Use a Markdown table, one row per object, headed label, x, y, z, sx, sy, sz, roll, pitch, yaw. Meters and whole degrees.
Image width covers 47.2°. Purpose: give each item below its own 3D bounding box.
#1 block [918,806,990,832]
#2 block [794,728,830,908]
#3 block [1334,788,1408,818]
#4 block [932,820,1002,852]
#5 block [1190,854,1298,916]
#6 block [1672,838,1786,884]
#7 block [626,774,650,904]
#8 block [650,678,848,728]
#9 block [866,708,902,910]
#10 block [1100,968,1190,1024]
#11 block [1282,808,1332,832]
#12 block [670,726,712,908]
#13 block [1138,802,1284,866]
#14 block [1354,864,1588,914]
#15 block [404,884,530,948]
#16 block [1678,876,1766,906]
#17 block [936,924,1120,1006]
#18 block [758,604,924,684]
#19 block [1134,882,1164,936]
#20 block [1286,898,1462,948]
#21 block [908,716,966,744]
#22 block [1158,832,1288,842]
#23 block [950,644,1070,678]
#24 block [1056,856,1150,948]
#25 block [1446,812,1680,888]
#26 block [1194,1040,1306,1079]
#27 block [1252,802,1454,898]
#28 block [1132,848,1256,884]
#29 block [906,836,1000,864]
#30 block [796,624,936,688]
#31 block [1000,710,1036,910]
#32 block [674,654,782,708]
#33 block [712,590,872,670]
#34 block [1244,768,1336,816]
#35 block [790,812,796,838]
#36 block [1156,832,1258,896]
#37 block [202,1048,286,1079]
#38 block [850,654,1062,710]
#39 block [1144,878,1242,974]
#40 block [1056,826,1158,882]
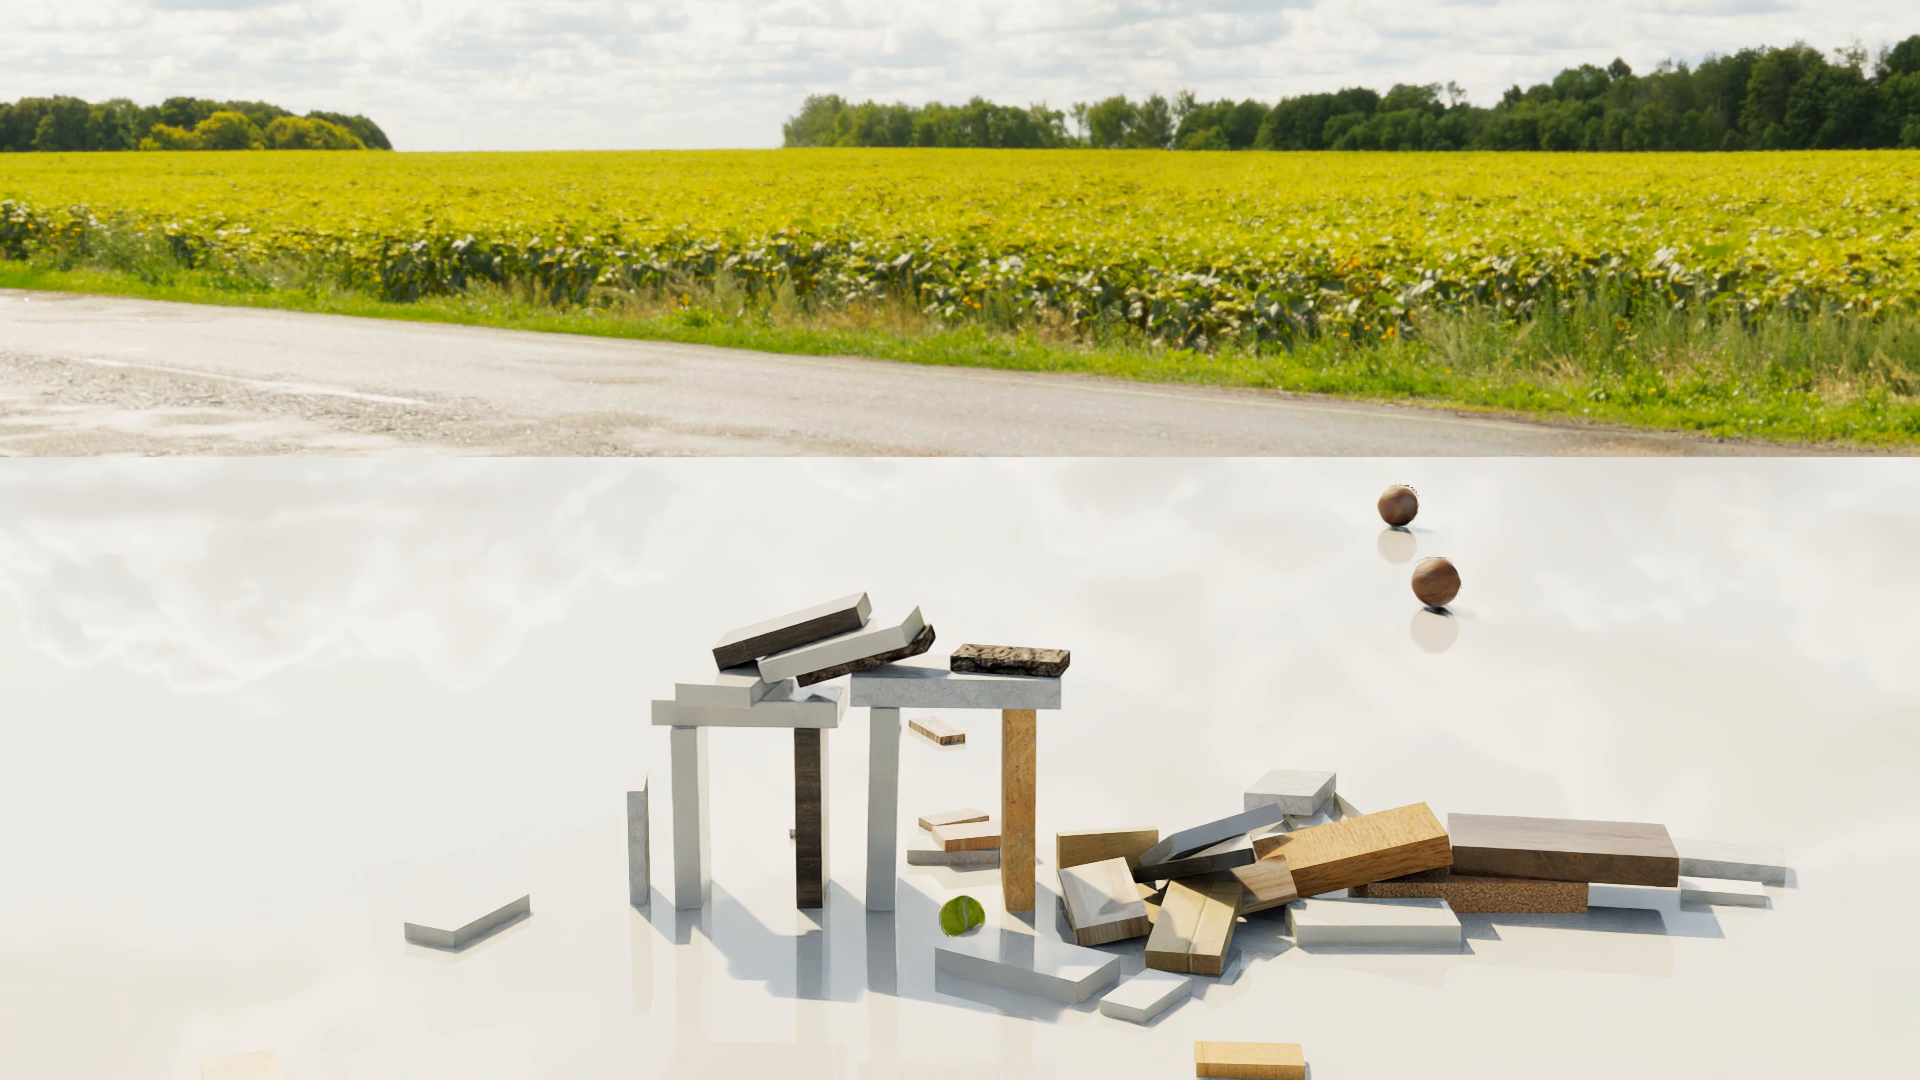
| label | x | y | z | sx | sy | sz | roll | pitch | yaw |
| --- | --- | --- | --- | --- | --- | --- | --- | --- | --- |
| block | -0.011 | 0.514 | 4.032 | 0.117 | 0.017 | 0.059 | -6 | 12 | -31 |
| block | -0.244 | 0.440 | 3.645 | 0.043 | 0.303 | 0.152 | 0 | 11 | 1 |
| block | 0.777 | 0.504 | 4.048 | 0.107 | 0.030 | 0.214 | -2 | 11 | -11 |
| block | 0.038 | 0.519 | 3.865 | 0.159 | 0.023 | 0.080 | -3 | 11 | -16 |
| block | 0.457 | 0.562 | 3.543 | 0.159 | 0.023 | 0.080 | -14 | 44 | 2 |
| block | 1.307 | 0.551 | 3.794 | 0.214 | 0.030 | 0.107 | 3 | 11 | 17 |
| block | -0.533 | 0.495 | 3.648 | 0.027 | 0.194 | 0.097 | -1 | 11 | -4 |
| block | -0.344 | 0.268 | 3.625 | 0.303 | 0.043 | 0.152 | 1 | 11 | 3 |
| block | -0.125 | 0.422 | 3.640 | 0.048 | 0.339 | 0.170 | 2 | 11 | 0 |
| block | 0.271 | 0.664 | 3.212 | 0.072 | 0.021 | 0.145 | 7 | 13 | 33 |
| block | 0.639 | 0.513 | 4.029 | 0.067 | 0.019 | 0.133 | -1 | 11 | -5 |
| block | -0.445 | 0.440 | 3.644 | 0.043 | 0.303 | 0.152 | 0 | 11 | 0 |
| block | 0.426 | 0.505 | 3.719 | 0.229 | 0.032 | 0.114 | -11 | -20 | -31 |
| block | 0.841 | 0.566 | 3.660 | 0.358 | 0.051 | 0.179 | 0 | 11 | 0 |
| block | -0.789 | 0.602 | 3.527 | 0.097 | 0.027 | 0.194 | 5 | 12 | 26 |
| block | 1.264 | 0.583 | 3.653 | 0.133 | 0.019 | 0.067 | 3 | 11 | 13 |
| block | 0.101 | 0.637 | 3.316 | 0.250 | 0.035 | 0.125 | 7 | 13 | 33 |
| block | -0.192 | 0.170 | 3.585 | 0.251 | 0.036 | 0.126 | -16 | 10 | 15 |
| block | 0.301 | 0.598 | 3.560 | 0.086 | 0.024 | 0.173 | -6 | 12 | -28 |
| block | 0.653 | 0.606 | 3.487 | 0.255 | 0.035 | 0.125 | 0 | 11 | 0 |
| block | -0.049 | 0.401 | 4.641 | 0.059 | 0.017 | 0.156 | -5 | 12 | -26 |
| block | 0.455 | 0.544 | 3.831 | 0.426 | 0.030 | 0.107 | -1 | 11 | -4 |
| block | 0.083 | 0.197 | 3.593 | 0.181 | 0.026 | 0.090 | 3 | 11 | 14 |
| block | 0.228 | 0.580 | 3.533 | 0.114 | 0.032 | 0.229 | -11 | 16 | -2 |
| block | 0.997 | 0.514 | 3.659 | 0.358 | 0.051 | 0.179 | 2 | 11 | 10 |
| block | 0.392 | 0.706 | 2.986 | 0.145 | 0.021 | 0.072 | 1 | 11 | 4 |
| block | 0.620 | 0.525 | 3.653 | 0.358 | 0.051 | 0.179 | -13 | 10 | 3 |
| block | 0.378 | 0.527 | 3.557 | 0.090 | 0.026 | 0.181 | -2 | -12 | -45 |
| block | -0.011 | 0.543 | 3.859 | 0.159 | 0.023 | 0.080 | 1 | 11 | 3 |
| block | -0.154 | 0.189 | 3.592 | 0.222 | 0.026 | 0.090 | -16 | 9 | 13 |
| block | 0.096 | 0.423 | 3.640 | 0.048 | 0.339 | 0.170 | 0 | 11 | -2 |
| block | -0.370 | 0.227 | 3.631 | 0.126 | 0.036 | 0.251 | 2 | 11 | 11 |
| block | -0.277 | 0.149 | 3.648 | 0.251 | 0.036 | 0.126 | -17 | 8 | 8 |
| block | 0.621 | 0.472 | 4.126 | 0.125 | 0.035 | 0.250 | 1 | 5 | 20 |
| block | -0.278 | 0.517 | 4.015 | 0.058 | 0.017 | 0.117 | 0 | 11 | 0 |
| block | 0.409 | 0.543 | 3.656 | 0.173 | 0.024 | 0.086 | -24 | 10 | 6 |
| block | -0.934 | 0.722 | 2.880 | 0.097 | 0.027 | 0.194 | -5 | 11 | -23 |
| block | -0.004 | 0.231 | 3.608 | 0.339 | 0.048 | 0.170 | 1 | 11 | 2 |
| block | 0.366 | 0.599 | 3.421 | 0.114 | 0.032 | 0.229 | 1 | 20 | 16 |
| block | 0.250 | 0.535 | 3.729 | 0.173 | 0.086 | 0.024 | -2 | 9 | -11 |
